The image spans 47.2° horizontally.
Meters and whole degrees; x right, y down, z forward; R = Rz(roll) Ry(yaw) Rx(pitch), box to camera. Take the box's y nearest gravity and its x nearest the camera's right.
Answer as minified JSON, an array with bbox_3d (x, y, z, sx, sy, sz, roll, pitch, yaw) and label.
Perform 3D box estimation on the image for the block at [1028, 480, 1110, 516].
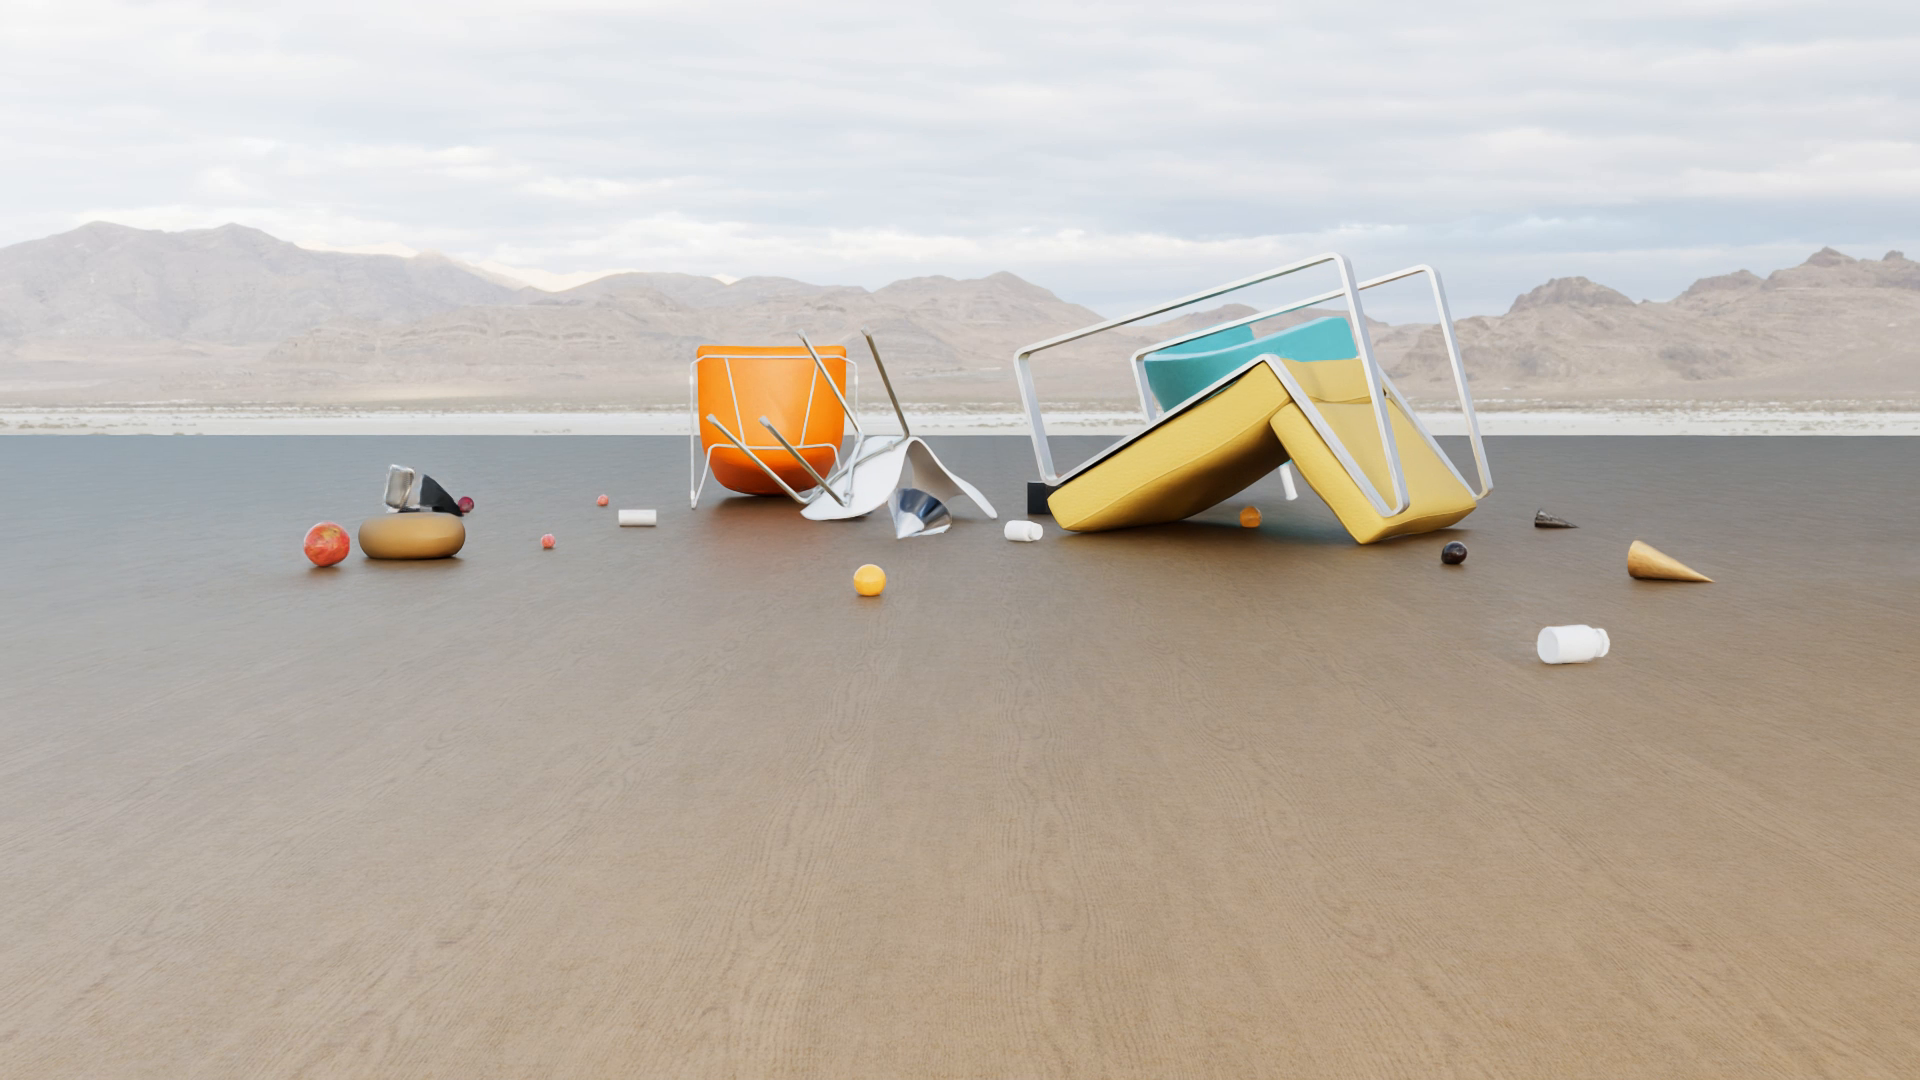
[{"bbox_3d":[0.393,-0.151,7.918,0.237,0.114,0.185,3,5,40],"label":"block"}]

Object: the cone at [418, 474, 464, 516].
[{"bbox_3d":[-1.864,-0.119,7.734,0.211,0.120,0.172,39,-20,20],"label":"cone"}]

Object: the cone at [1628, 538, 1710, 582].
[{"bbox_3d":[1.676,0.071,5.150,0.191,0.082,0.188,21,-5,28],"label":"cone"}]

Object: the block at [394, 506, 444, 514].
[{"bbox_3d":[-1.828,-0.087,7.435,0.106,0.052,0.137,2,4,23],"label":"block"}]

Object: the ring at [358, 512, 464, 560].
[{"bbox_3d":[-1.466,-0.011,5.884,0.264,0.115,0.320,-5,5,-44],"label":"ring"}]

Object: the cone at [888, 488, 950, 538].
[{"bbox_3d":[-0.156,-0.048,6.717,0.212,0.135,0.214,25,29,6],"label":"cone"}]
